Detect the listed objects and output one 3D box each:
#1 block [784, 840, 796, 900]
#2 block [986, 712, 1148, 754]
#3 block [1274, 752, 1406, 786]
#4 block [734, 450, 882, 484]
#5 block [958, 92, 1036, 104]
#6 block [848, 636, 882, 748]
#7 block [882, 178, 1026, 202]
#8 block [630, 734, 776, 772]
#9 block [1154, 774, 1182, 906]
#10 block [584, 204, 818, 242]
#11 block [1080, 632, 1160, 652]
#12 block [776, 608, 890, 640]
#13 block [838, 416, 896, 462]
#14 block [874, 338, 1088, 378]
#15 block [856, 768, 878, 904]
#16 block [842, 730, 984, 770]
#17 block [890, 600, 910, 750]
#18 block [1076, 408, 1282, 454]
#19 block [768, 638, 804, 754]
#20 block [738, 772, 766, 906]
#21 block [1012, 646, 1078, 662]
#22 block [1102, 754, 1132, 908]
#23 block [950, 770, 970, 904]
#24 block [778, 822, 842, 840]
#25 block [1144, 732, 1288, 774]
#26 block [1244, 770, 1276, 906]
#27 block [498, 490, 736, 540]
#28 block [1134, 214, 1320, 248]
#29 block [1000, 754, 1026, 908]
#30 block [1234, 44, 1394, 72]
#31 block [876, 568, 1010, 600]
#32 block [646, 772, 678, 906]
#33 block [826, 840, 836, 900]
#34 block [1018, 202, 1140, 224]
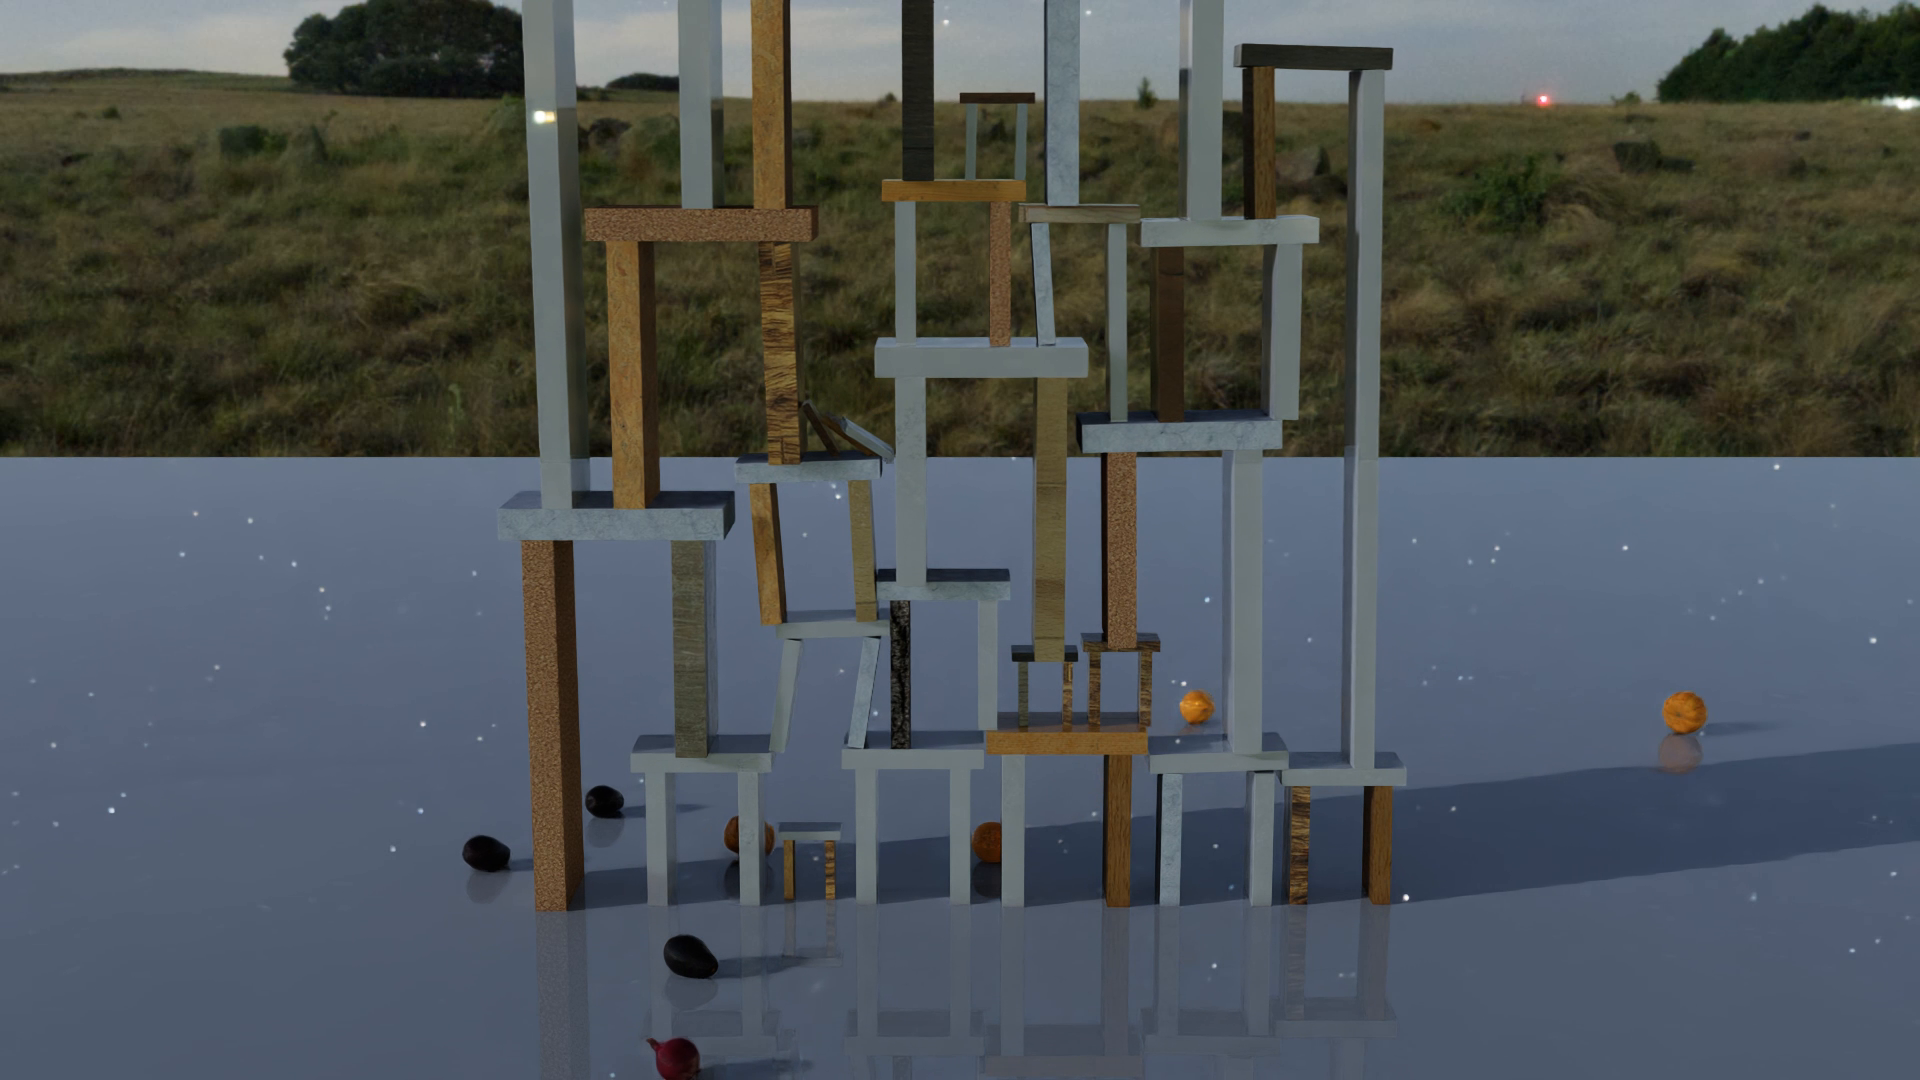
[{"bbox_3d":[-0.283,0.540,3.657,0.015,0.103,0.051,0,11,0],"label":"block"},{"bbox_3d":[0.173,0.317,3.617,0.259,0.037,0.130,0,11,0],"label":"block"},{"bbox_3d":[0.625,0.377,3.627,0.202,0.029,0.101,0,11,0],"label":"block"},{"bbox_3d":[-0.241,-0.118,3.537,0.229,0.033,0.115,-2,11,0],"label":"block"},{"bbox_3d":[0.057,-0.689,3.432,0.117,0.017,0.059,0,11,-1],"label":"block"},{"bbox_3d":[-0.155,0.239,3.602,0.026,0.184,0.092,9,11,-1],"label":"block"},{"bbox_3d":[-0.010,-0.551,3.459,0.223,0.032,0.112,0,11,0],"label":"block"},{"bbox_3d":[-0.421,0.351,3.620,0.228,0.032,0.114,0,11,-1],"label":"block"},{"bbox_3d":[0.345,0.480,3.644,0.032,0.225,0.113,0,11,0],"label":"block"},{"bbox_3d":[-0.403,-0.500,3.467,0.347,0.049,0.174,0,11,0],"label":"block"},{"bbox_3d":[0.262,0.167,3.592,0.125,0.018,0.063,0,10,-1],"label":"block"},{"bbox_3d":[-0.205,0.136,3.584,0.185,0.026,0.092,-2,10,0],"label":"block"},{"bbox_3d":[-0.147,-0.160,3.512,0.095,0.014,0.048,32,12,-24],"label":"block"},{"bbox_3d":[0.033,-0.291,3.501,0.332,0.047,0.166,0,11,0],"label":"block"},{"bbox_3d":[-0.154,0.475,3.653,0.033,0.231,0.116,0,11,0],"label":"block"},{"bbox_3d":[-0.076,0.346,3.628,0.231,0.033,0.116,0,11,0],"label":"block"},{"bbox_3d":[-0.097,0.208,3.601,0.030,0.247,0.108,0,11,0],"label":"block"},{"bbox_3d":[0.348,-0.176,3.532,0.315,0.045,0.158,-1,11,0],"label":"block"},{"bbox_3d":[-0.282,0.245,3.602,0.026,0.189,0.092,9,10,0],"label":"block"},{"bbox_3d":[-0.345,0.479,3.645,0.032,0.228,0.114,0,11,0],"label":"block"},{"bbox_3d":[0.138,0.185,3.598,0.107,0.015,0.054,0,11,0],"label":"block"},{"bbox_3d":[0.260,0.463,3.644,0.037,0.259,0.130,0,11,0],"label":"block"},{"bbox_3d":[0.001,0.475,3.652,0.033,0.231,0.116,0,11,1],"label":"block"},{"bbox_3d":[-0.249,0.483,3.646,0.103,0.015,0.051,0,11,0],"label":"block"},{"bbox_3d":[0.420,0.350,3.623,0.225,0.032,0.112,-2,11,0],"label":"block"},{"bbox_3d":[0.495,0.480,3.644,0.032,0.225,0.113,0,11,0],"label":"block"},{"bbox_3d":[-0.550,-0.040,3.554,0.355,0.050,0.178,0,11,0],"label":"block"},{"bbox_3d":[0.418,-0.488,3.473,0.274,0.039,0.137,-1,11,0],"label":"block"},{"bbox_3d":[0.087,0.463,3.644,0.037,0.259,0.130,0,11,0],"label":"block"},{"bbox_3d":[0.549,-0.752,3.428,0.231,0.033,0.116,2,10,1],"label":"block"},{"bbox_3d":[-0.027,0.072,3.576,0.215,0.030,0.108,0,11,0],"label":"block"},{"bbox_3d":[-0.495,0.478,3.646,0.032,0.228,0.114,0,11,1],"label":"block"},{"bbox_3d":[-0.215,0.540,3.657,0.015,0.103,0.051,0,11,0],"label":"block"},{"bbox_3d":[0.186,-0.515,3.461,0.189,0.027,0.095,0,11,0],"label":"block"}]
